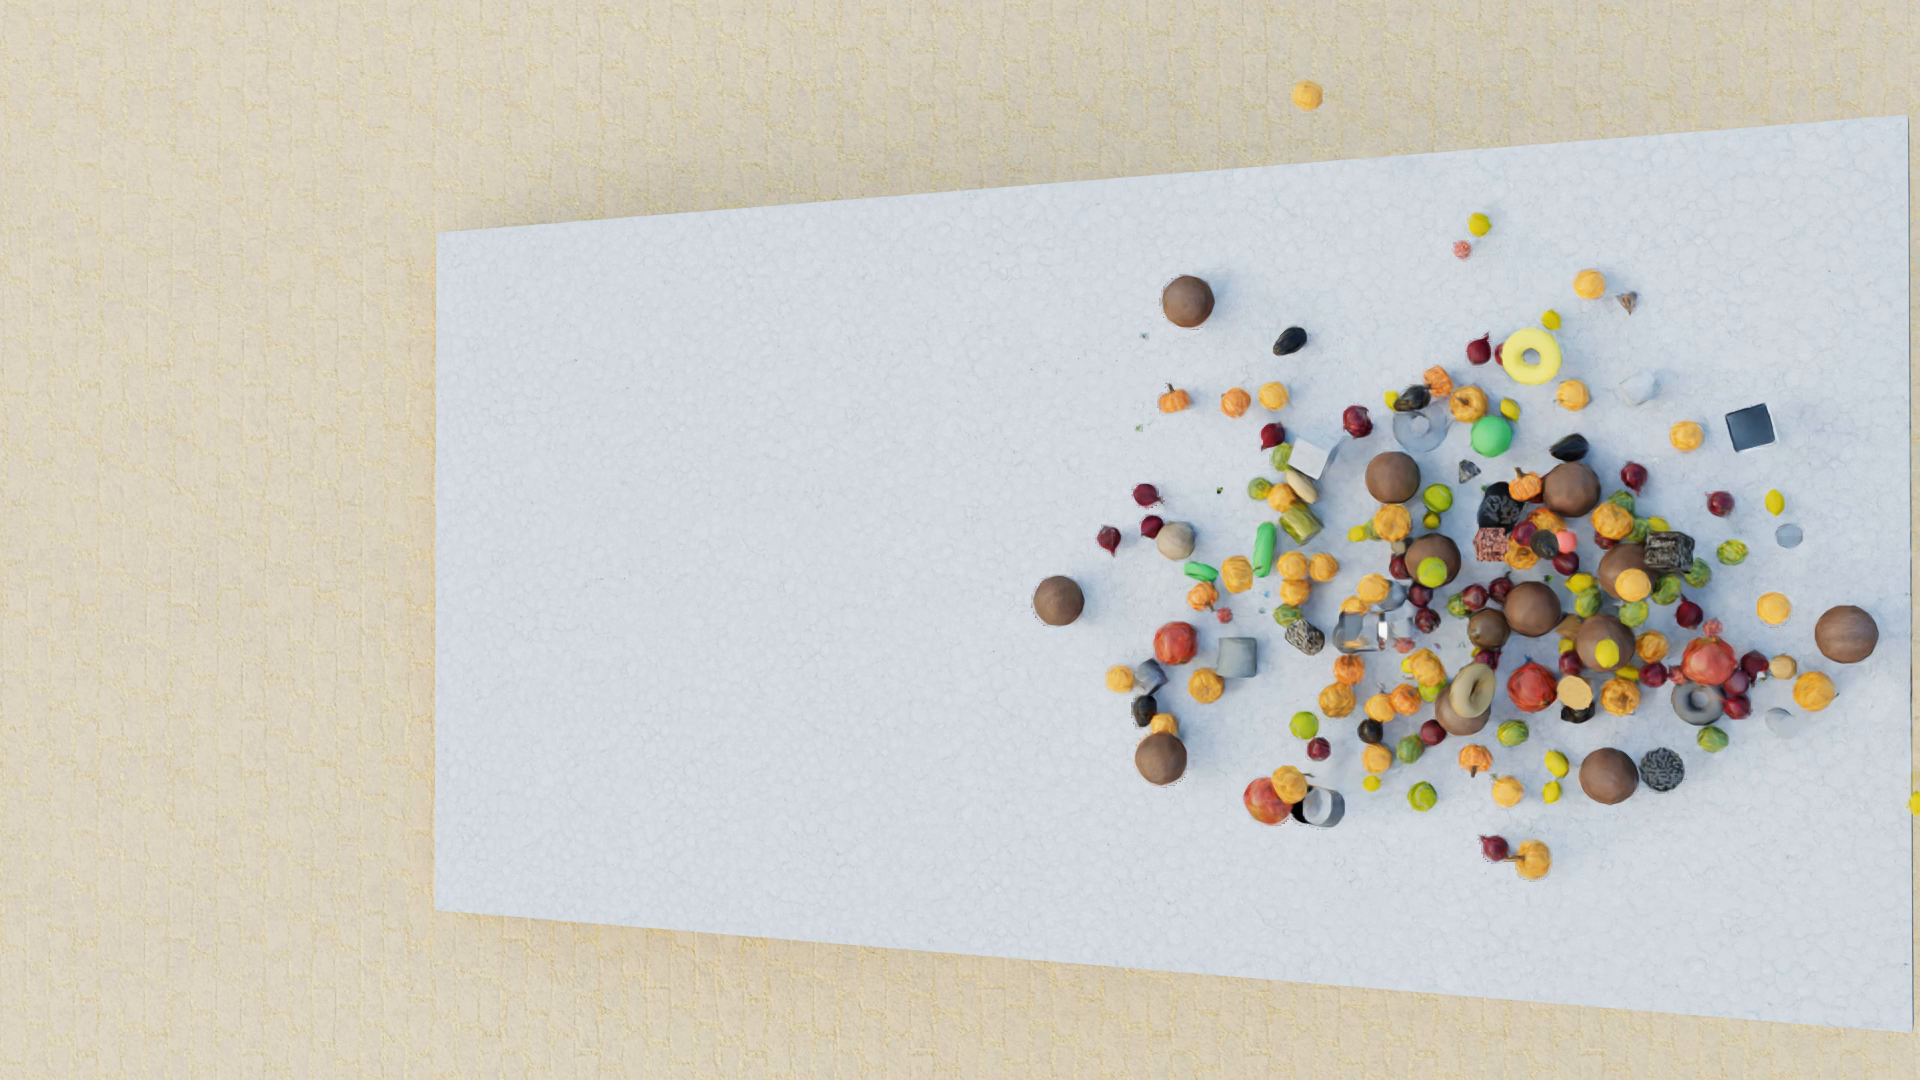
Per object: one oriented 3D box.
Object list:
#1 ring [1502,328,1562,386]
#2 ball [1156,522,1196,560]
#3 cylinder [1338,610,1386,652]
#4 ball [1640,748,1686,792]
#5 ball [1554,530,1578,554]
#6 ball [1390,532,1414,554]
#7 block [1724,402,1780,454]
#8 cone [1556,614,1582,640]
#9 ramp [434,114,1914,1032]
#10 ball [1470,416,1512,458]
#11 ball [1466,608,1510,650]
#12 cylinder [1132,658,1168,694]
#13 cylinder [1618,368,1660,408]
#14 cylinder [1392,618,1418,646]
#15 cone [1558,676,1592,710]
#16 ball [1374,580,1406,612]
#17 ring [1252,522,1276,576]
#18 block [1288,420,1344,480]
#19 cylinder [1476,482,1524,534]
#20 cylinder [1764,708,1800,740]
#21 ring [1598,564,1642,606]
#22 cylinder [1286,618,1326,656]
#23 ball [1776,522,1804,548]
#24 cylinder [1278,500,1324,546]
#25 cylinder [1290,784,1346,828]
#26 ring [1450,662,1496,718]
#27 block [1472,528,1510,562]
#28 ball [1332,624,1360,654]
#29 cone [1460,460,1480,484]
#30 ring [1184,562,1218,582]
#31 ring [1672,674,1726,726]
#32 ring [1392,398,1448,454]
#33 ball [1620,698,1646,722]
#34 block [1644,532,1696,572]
[{"bbox_3d":[1.316,-0.421,5.063,0.137,0.046,0.137,12,118,23],"label":"ring"},{"bbox_3d":[0.536,0.003,5.459,0.097,0.097,0.097,0,89,0],"label":"ball"},{"bbox_3d":[0.935,0.211,5.115,0.093,0.093,0.093,0,89,24],"label":"cylinder"},{"bbox_3d":[1.569,0.513,4.913,0.097,0.097,0.097,0,89,0],"label":"ball"},{"bbox_3d":[1.366,0.004,4.959,0.051,0.051,0.051,0,89,0],"label":"ball"},{"bbox_3d":[1.053,0.009,5.240,0.053,0.053,0.053,0,89,0],"label":"ball"},{"bbox_3d":[1.761,-0.248,4.889,0.089,0.089,0.089,-16,83,24],"label":"block"},{"bbox_3d":[1.382,0.203,5.037,0.062,0.062,0.062,-7,89,-36],"label":"cone"},{"bbox_3d":[0.282,0.082,5.687,4.000,0.100,2.000,0,89,25],"label":"ramp"},{"bbox_3d":[1.239,-0.241,5.131,0.096,0.096,0.096,0,89,0],"label":"ball"},{"bbox_3d":[1.233,0.208,5.127,0.100,0.100,0.100,0,89,0],"label":"ball"},{"bbox_3d":[0.477,0.341,5.500,0.066,0.066,0.066,-35,74,0],"label":"cylinder"},{"bbox_3d":[1.539,-0.343,4.986,0.066,0.066,0.066,-31,89,1],"label":"cylinder"},{"bbox_3d":[1.058,0.218,5.229,0.052,0.052,0.052,-11,73,0],"label":"cylinder"},{"bbox_3d":[1.425,0.332,5.029,0.084,0.084,0.084,-30,89,-42],"label":"cone"},{"bbox_3d":[1.026,0.133,5.239,0.075,0.075,0.075,0,89,0],"label":"ball"},{"bbox_3d":[0.739,0.023,5.344,0.045,0.136,0.136,8,89,9],"label":"ring"},{"bbox_3d":[0.853,-0.215,5.281,0.085,0.085,0.085,30,134,16],"label":"block"},{"bbox_3d":[1.254,-0.072,5.104,0.091,0.091,0.091,0,59,0],"label":"cylinder"},{"bbox_3d":[1.818,0.406,4.861,0.056,0.056,0.056,-2,106,-6],"label":"cylinder"},{"bbox_3d":[1.507,0.101,5.025,0.100,0.033,0.100,3,103,15],"label":"ring"},{"bbox_3d":[0.835,0.235,5.317,0.068,0.068,0.068,31,89,-34],"label":"cylinder"},{"bbox_3d":[1.836,-0.010,4.868,0.058,0.058,0.058,0,89,0],"label":"ball"},{"bbox_3d":[0.827,-0.040,5.332,0.080,0.080,0.080,-39,73,0],"label":"cylinder"},{"bbox_3d":[0.859,0.639,5.285,0.094,0.094,0.094,17,89,-43],"label":"cylinder"},{"bbox_3d":[1.170,0.342,5.015,0.135,0.045,0.135,-15,114,-35],"label":"ring"},{"bbox_3d":[1.229,0.011,5.091,0.057,0.057,0.057,-2,59,-7],"label":"block"},{"bbox_3d":[0.927,0.232,5.242,0.081,0.081,0.081,0,89,0],"label":"ball"},{"bbox_3d":[1.192,-0.150,5.192,0.054,0.054,0.054,22,129,0],"label":"cone"},{"bbox_3d":[0.595,0.079,5.431,0.087,0.087,0.029,14,78,0],"label":"ring"},{"bbox_3d":[1.664,0.359,4.952,0.120,0.040,0.120,3,97,28],"label":"ring"},{"bbox_3d":[1.095,-0.273,5.229,0.134,0.045,0.134,0,91,25],"label":"ring"},{"bbox_3d":[1.539,0.388,5.026,0.058,0.058,0.058,0,89,0],"label":"ball"},{"bbox_3d":[1.561,0.026,4.839,0.074,0.074,0.074,21,76,-41],"label":"block"}]
